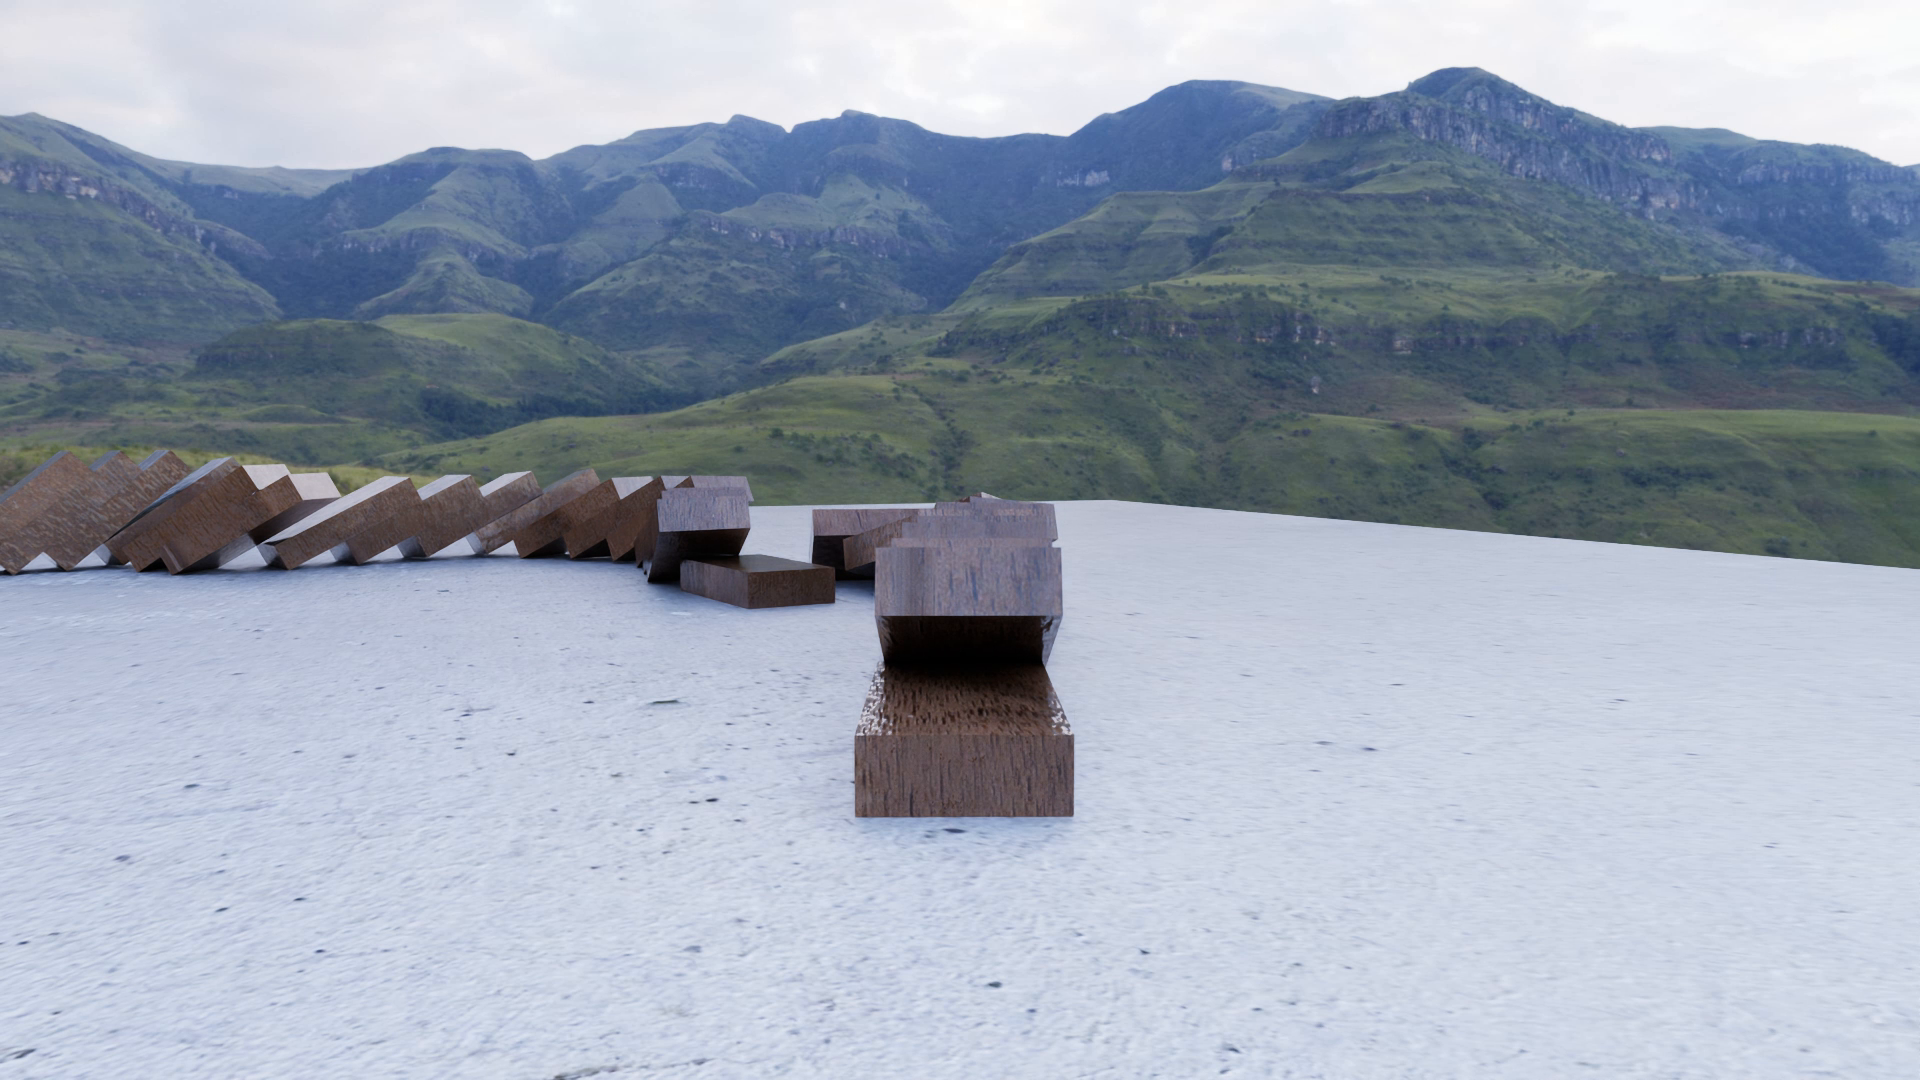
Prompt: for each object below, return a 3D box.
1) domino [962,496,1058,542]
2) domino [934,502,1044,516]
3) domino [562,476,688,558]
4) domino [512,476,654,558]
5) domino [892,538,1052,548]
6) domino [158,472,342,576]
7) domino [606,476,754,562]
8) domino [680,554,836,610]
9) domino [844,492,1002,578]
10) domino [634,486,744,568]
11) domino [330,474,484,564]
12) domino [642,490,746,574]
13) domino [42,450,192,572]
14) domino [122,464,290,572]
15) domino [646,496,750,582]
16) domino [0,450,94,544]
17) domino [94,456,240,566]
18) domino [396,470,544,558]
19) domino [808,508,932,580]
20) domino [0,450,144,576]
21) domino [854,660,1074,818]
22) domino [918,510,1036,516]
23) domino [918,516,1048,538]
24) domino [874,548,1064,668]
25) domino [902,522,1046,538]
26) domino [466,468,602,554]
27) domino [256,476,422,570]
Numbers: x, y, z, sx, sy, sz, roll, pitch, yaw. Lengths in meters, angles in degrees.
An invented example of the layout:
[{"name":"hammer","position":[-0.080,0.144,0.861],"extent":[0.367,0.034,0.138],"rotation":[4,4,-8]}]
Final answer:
[{"name":"domino","position":[0.002,0.002,0.343],"extent":[0.025,0.010,0.050],"rotation":[4,-20,-29]},{"name":"domino","position":[0.003,0.004,0.317],"extent":[0.025,0.009,0.050],"rotation":[1,-19,-10]},{"name":"domino","position":[-0.117,-0.008,0.466],"extent":[0.050,0.010,0.025],"rotation":[-27,-10,25]},{"name":"domino","position":[-0.139,-0.008,0.478],"extent":[0.050,0.010,0.025],"rotation":[-26,-5,21]},{"name":"domino","position":[0.002,0.012,0.222],"extent":[0.025,0.010,0.050],"rotation":[0,-18,-1]},{"name":"domino","position":[-0.235,-0.006,0.426],"extent":[0.050,0.009,0.025],"rotation":[-29,3,3]},{"name":"domino","position":[-0.099,-0.007,0.451],"extent":[0.050,0.010,0.025],"rotation":[-30,-16,34]},{"name":"domino","position":[-0.057,0.011,0.358],"extent":[0.025,0.009,0.050],"rotation":[-3,5,-32]},{"name":"domino","position":[-0.006,0.000,0.366],"extent":[0.050,0.010,0.025],"rotation":[-18,-21,33]},{"name":"domino","position":[-0.090,-0.004,0.427],"extent":[0.025,0.010,0.050],"rotation":[-2,-19,-27]},{"name":"domino","position":[-0.203,-0.008,0.469],"extent":[0.025,0.010,0.050],"rotation":[3,31,48]},{"name":"domino","position":[-0.084,-0.002,0.402],"extent":[0.025,0.010,0.050],"rotation":[-2,-19,-21]},{"name":"domino","position":[-0.292,-0.011,0.443],"extent":[0.025,0.010,0.050],"rotation":[4,47,48]},{"name":"domino","position":[-0.253,-0.008,0.435],"extent":[0.050,0.009,0.025],"rotation":[-33,3,4]},{"name":"domino","position":[-0.078,0.000,0.378],"extent":[0.025,0.010,0.050],"rotation":[-3,-17,-18]},{"name":"domino","position":[-0.313,-0.009,0.423],"extent":[0.025,0.010,0.050],"rotation":[5,48,48]},{"name":"domino","position":[-0.280,-0.011,0.455],"extent":[0.025,0.010,0.050],"rotation":[0,38,45]},{"name":"domino","position":[-0.186,-0.010,0.485],"extent":[0.025,0.009,0.050],"rotation":[-1,29,48]},{"name":"domino","position":[-0.021,0.001,0.395],"extent":[0.050,0.010,0.025],"rotation":[-1,-34,-10]},{"name":"domino","position":[-0.303,-0.010,0.433],"extent":[0.025,0.010,0.050],"rotation":[5,48,48]},{"name":"domino","position":[0.000,0.025,0.171],"extent":[0.025,0.010,0.050],"rotation":[0,4,-1]},{"name":"domino","position":[0.003,0.006,0.294],"extent":[0.025,0.009,0.050],"rotation":[0,-19,-3]},{"name":"domino","position":[0.003,0.008,0.270],"extent":[0.025,0.010,0.050],"rotation":[0,-19,-3]},{"name":"domino","position":[0.001,0.013,0.195],"extent":[0.025,0.010,0.050],"rotation":[0,-18,-1]},{"name":"domino","position":[0.002,0.010,0.245],"extent":[0.025,0.009,0.050],"rotation":[0,-19,0]},{"name":"domino","position":[-0.165,-0.011,0.496],"extent":[0.050,0.010,0.025],"rotation":[-34,16,-27]},{"name":"domino","position":[-0.219,-0.007,0.453],"extent":[0.025,0.010,0.050],"rotation":[5,33,47]}]
